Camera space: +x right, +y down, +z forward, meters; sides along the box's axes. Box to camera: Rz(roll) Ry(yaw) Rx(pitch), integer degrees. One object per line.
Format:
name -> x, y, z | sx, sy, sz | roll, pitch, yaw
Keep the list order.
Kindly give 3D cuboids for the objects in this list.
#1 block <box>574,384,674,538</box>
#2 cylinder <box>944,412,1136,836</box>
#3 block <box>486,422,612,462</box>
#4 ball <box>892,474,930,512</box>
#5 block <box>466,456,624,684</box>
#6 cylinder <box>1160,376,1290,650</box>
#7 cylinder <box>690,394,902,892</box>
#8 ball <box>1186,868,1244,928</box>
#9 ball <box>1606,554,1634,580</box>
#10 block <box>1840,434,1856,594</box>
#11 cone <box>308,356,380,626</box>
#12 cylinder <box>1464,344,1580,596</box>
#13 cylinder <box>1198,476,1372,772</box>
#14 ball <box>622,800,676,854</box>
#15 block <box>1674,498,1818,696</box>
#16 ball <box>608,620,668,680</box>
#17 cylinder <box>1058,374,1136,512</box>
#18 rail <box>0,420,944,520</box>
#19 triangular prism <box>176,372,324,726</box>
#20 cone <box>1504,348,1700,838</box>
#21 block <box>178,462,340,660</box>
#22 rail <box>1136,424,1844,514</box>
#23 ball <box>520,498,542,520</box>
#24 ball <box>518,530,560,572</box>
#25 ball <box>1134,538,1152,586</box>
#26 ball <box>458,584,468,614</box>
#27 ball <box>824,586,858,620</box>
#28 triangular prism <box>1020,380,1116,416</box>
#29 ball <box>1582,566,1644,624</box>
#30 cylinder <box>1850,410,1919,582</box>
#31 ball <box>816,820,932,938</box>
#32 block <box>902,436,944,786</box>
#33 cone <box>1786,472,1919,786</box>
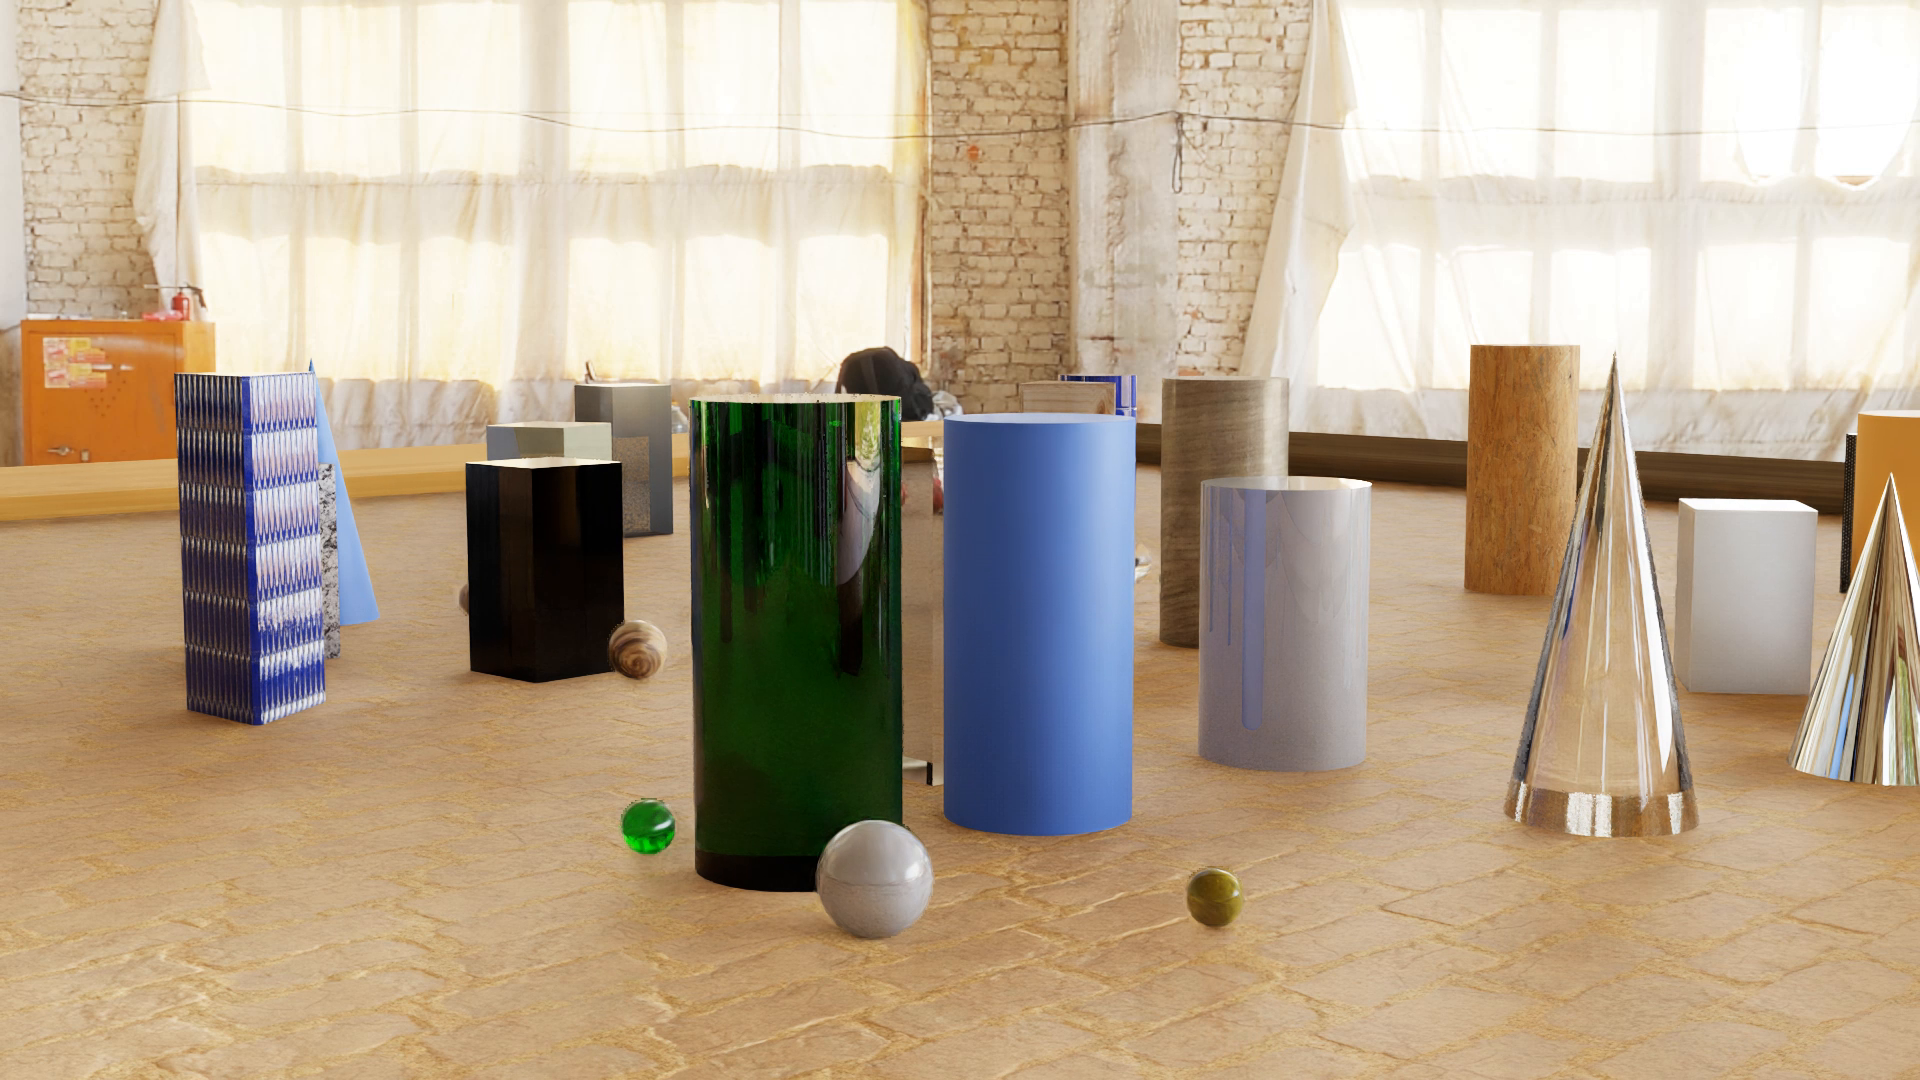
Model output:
block -> -0.638, -0.153, 4.177 | 0.131, 0.283, 0.131 | -6, 8, -41
cylinder -> 0.068, 0.067, 1.894 | 0.164, 0.344, 0.164 | 0, 6, 0
block -> -0.606, -0.041, 3.257 | 0.131, 0.261, 0.131 | 3, 7, 22
ball -> -0.102, -0.100, 4.640 | 0.078, 0.078, 0.078 | 0, 6, 0
block -> -0.497, 0.032, 2.637 | 0.131, 0.251, 0.131 | 6, 8, 42
cylinder -> 0.343, -0.039, 2.861 | 0.164, 0.343, 0.164 | 0, 6, 0
cylinder -> -0.127, 0.073, 1.719 | 0.164, 0.369, 0.164 | 0, 6, 0
ball -> 0.181, 0.255, 1.565 | 0.042, 0.042, 0.042 | 0, 6, 0
ball -> 1.048, 0.044, 3.489 | 0.042, 0.042, 0.042 | 0, 6, 0
block -> 1.426, -0.036, 3.303 | 0.131, 0.242, 0.131 | -3, 7, -25
cone -> -0.897, -0.072, 3.058 | 0.164, 0.366, 0.164 | 0, 6, 0
cylinder -> 0.863, -0.112, 3.380 | 0.164, 0.375, 0.164 | 0, 6, 0
cylinder -> 0.316, 0.078, 2.147 | 0.164, 0.267, 0.164 | 0, 6, 0
ball -> -0.251, 0.231, 1.770 | 0.044, 0.044, 0.044 | 0, 6, 0
block -> 0.906, 0.063, 2.545 | 0.131, 0.209, 0.131 | 1, 6, 10
ball -> -0.379, 0.129, 2.585 | 0.069, 0.069, 0.069 | 0, 6, 0
cylinder -> 0.289, -0.205, 4.636 | 0.164, 0.287, 0.164 | 0, 6, 0
rail -> -1.422, -0.140, 4.865 | 4.395, 0.106, 0.045 | -6, 8, -42
triangular prism -> -0.748, 0.003, 2.379 | 0.142, 0.366, 0.123 | 6, 8, 42
cone -> 0.556, 0.037, 1.886 | 0.164, 0.405, 0.164 | 0, 6, 0
block -> -0.865, 0.028, 2.718 | 0.131, 0.242, 0.131 | 4, 8, 35
rail -> 1.598, -0.133, 4.799 | 0.045, 0.106, 4.242 | -6, 8, -42
ball -> -0.870, -0.062, 4.453 | 0.043, 0.043, 0.043 | 0, 6, 0
ball -> -0.652, 0.017, 3.402 | 0.063, 0.063, 0.063 | 0, 6, 0
ball -> 0.243, 0.032, 3.224 | 0.073, 0.073, 0.073 | 0, 6, 0
ball -> -0.681, 0.082, 3.100 | 0.051, 0.051, 0.051 | 0, 6, 0
ball -> -0.166, 0.089, 3.055 | 0.047, 0.047, 0.047 | 0, 6, 0
triangular prism -> 0.140, -0.069, 3.219 | 0.142, 0.325, 0.123 | -2, 6, -14
ball -> 0.897, 0.076, 3.021 | 0.081, 0.081, 0.081 | 0, 6, 0
cylinder -> 1.047, 0.026, 2.365 | 0.164, 0.322, 0.164 | 0, 6, 0
ball -> -0.060, 0.237, 1.541 | 0.082, 0.082, 0.082 | 0, 6, 0
block -> -0.019, 0.062, 2.095 | 0.131, 0.310, 0.131 | -5, 8, -41
cone -> 0.877, 0.076, 2.086 | 0.164, 0.283, 0.164 | 0, 6, 0
